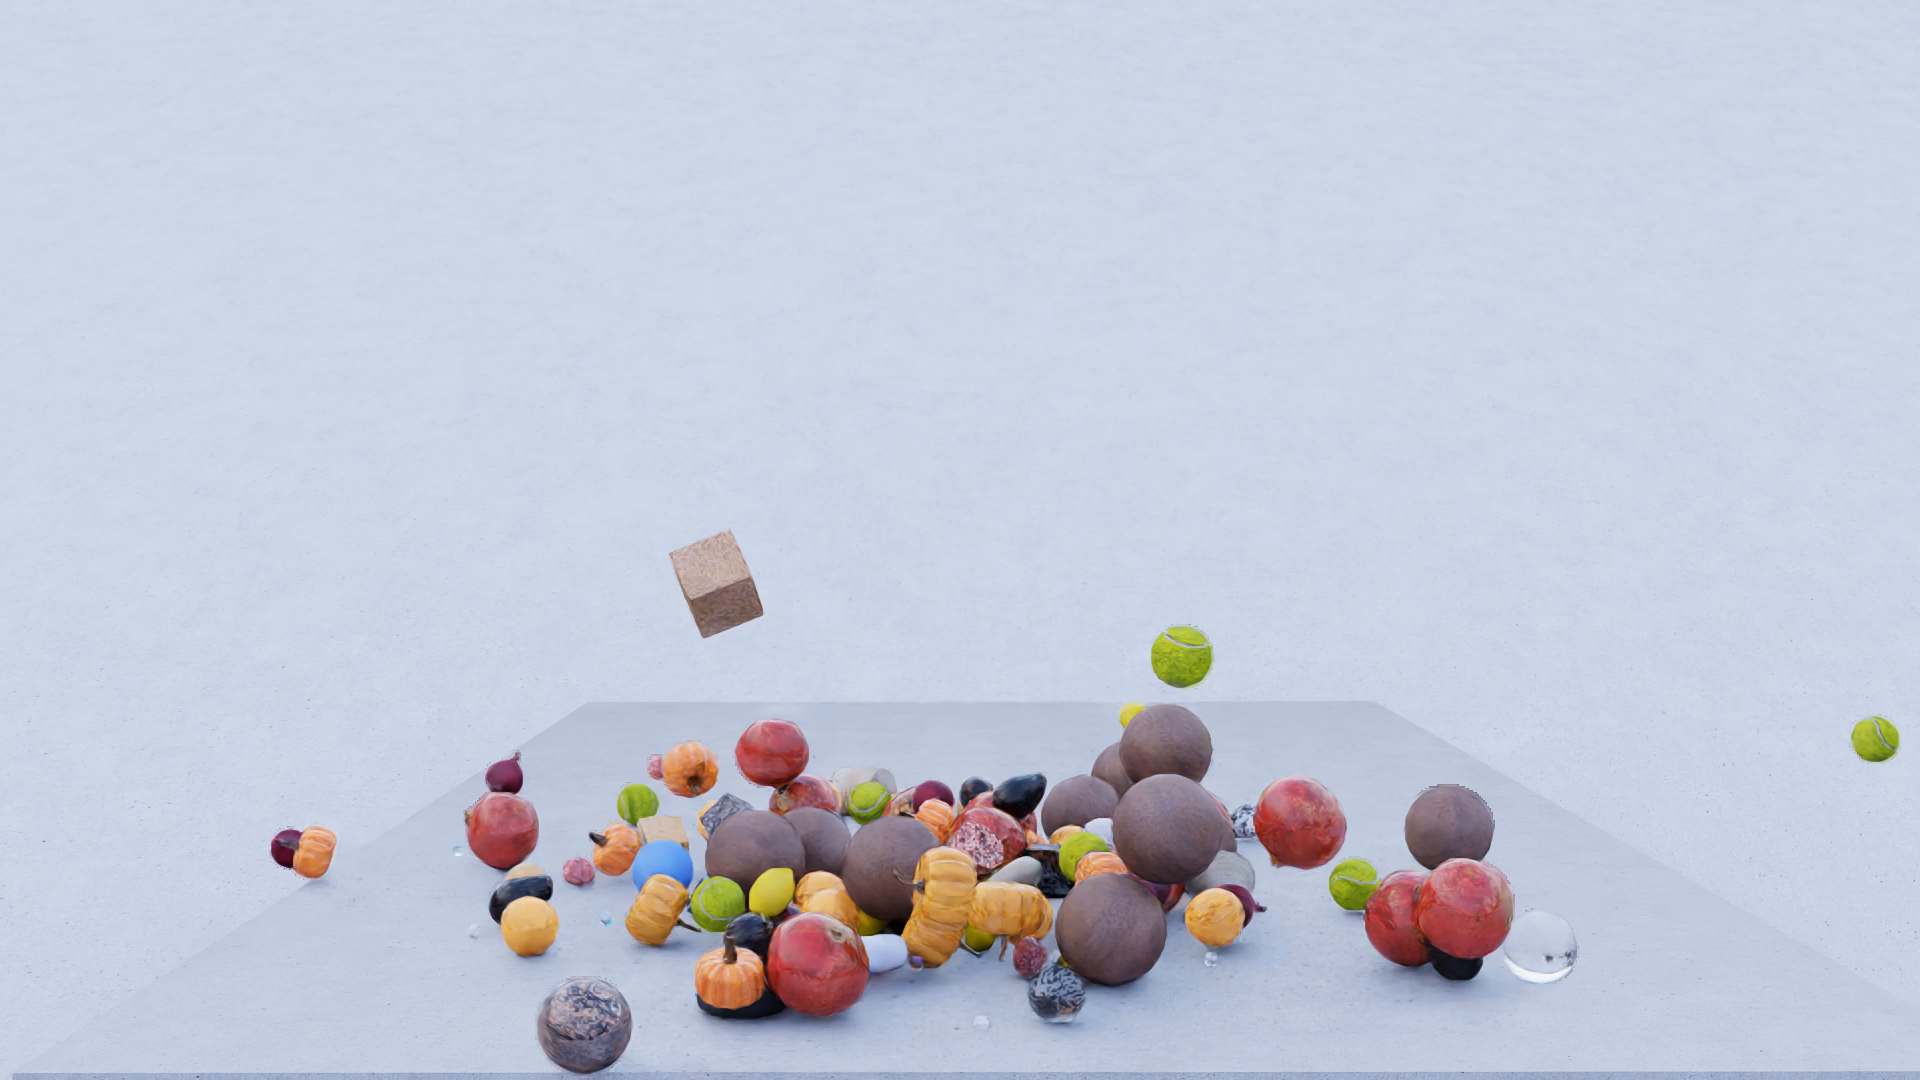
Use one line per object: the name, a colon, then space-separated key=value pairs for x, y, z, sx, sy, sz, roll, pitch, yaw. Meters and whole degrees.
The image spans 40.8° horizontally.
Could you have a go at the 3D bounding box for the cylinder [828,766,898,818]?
cylinder: x=-0.167 y=0.431 z=4.408 sx=0.084 sy=0.084 sz=0.084 roll=0 pitch=21 yaw=35

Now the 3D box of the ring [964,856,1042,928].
ring: x=0.057 y=0.456 z=3.341 sx=0.120 sy=0.120 sz=0.040 roll=-27 pitch=71 yaw=-44

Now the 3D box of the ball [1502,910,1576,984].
ball: x=0.672 y=0.473 z=2.990 sx=0.085 sy=0.085 sz=0.085 roll=0 pitch=25 yaw=0

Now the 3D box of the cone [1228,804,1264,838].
cone: x=0.467 y=0.459 z=4.105 sx=0.060 sy=0.060 sz=0.060 roll=-12 pitch=21 yaw=-23

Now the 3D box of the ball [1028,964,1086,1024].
ball: x=0.104 y=0.490 z=2.781 sx=0.063 sy=0.063 sz=0.063 roll=0 pitch=25 yaw=0

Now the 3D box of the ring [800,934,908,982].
ring: x=-0.123 y=0.484 z=2.986 sx=0.128 sy=0.043 sz=0.128 roll=-9 pitch=-10 yaw=-2

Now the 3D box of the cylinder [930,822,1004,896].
cylinder: x=0.010 y=0.420 z=3.387 sx=0.070 sy=0.070 sz=0.070 roll=24 pitch=40 yaw=-22

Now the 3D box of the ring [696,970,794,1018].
ring: x=-0.238 y=0.502 z=2.850 sx=0.108 sy=0.036 sz=0.108 roll=-1 pitch=5 yaw=0

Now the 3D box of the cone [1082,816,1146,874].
cone: x=0.213 y=0.471 z=3.806 sx=0.093 sy=0.093 sz=0.093 roll=-27 pitch=24 yaw=9

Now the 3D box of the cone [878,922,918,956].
cone: x=-0.075 y=0.500 z=3.135 sx=0.050 sy=0.050 sz=0.050 roll=-2 pitch=29 yaw=-3

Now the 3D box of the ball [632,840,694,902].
ball: x=-0.410 y=0.456 z=3.559 sx=0.085 sy=0.085 sz=0.085 roll=0 pitch=25 yaw=0

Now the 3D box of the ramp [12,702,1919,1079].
ramp: x=0.057 y=0.519 z=4.559 sx=2.000 sy=0.100 sz=4.000 roll=0 pitch=2 yaw=0

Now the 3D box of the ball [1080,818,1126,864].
ball: x=0.196 y=0.413 z=3.545 sx=0.062 sy=0.062 sz=0.062 roll=0 pitch=25 yaw=0

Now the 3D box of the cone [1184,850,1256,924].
cone: x=0.351 y=0.481 z=3.427 sx=0.096 sy=0.096 sz=0.096 roll=0 pitch=28 yaw=-1

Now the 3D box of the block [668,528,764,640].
block: x=-0.358 y=0.064 z=3.790 sx=0.098 sy=0.098 sz=0.098 roll=-22 pitch=52 yaw=-8

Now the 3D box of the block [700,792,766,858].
block: x=-0.334 y=0.418 z=3.785 sx=0.058 sy=0.058 sz=0.058 roll=36 pitch=13 yaw=-47

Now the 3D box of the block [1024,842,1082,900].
block: x=0.130 y=0.464 z=3.614 sx=0.066 sy=0.066 sz=0.066 roll=0 pitch=2 yaw=17

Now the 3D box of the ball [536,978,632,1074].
ball: x=-0.372 y=0.481 z=2.555 sx=0.094 sy=0.094 sz=0.094 roll=0 pitch=25 yaw=0

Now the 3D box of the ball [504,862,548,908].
ball: x=-0.591 y=0.470 z=3.515 sx=0.060 sy=0.060 sz=0.060 roll=0 pitch=25 yaw=0

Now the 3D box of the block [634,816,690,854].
block: x=-0.438 y=0.449 z=3.784 sx=0.062 sy=0.062 sz=0.062 roll=-1 pitch=33 yaw=-22

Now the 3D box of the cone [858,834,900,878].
cone: x=-0.121 y=0.460 z=3.779 sx=0.063 sy=0.063 sz=0.063 roll=-1 pitch=2 yaw=0

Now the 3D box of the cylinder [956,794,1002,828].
cylinder: x=0.032 y=0.450 z=4.264 sx=0.055 sy=0.055 sz=0.055 roll=-10 pitch=19 yaw=28

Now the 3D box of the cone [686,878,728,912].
cone: x=-0.336 y=0.490 z=3.476 sx=0.050 sy=0.050 sz=0.050 roll=28 pitch=23 yaw=-10
